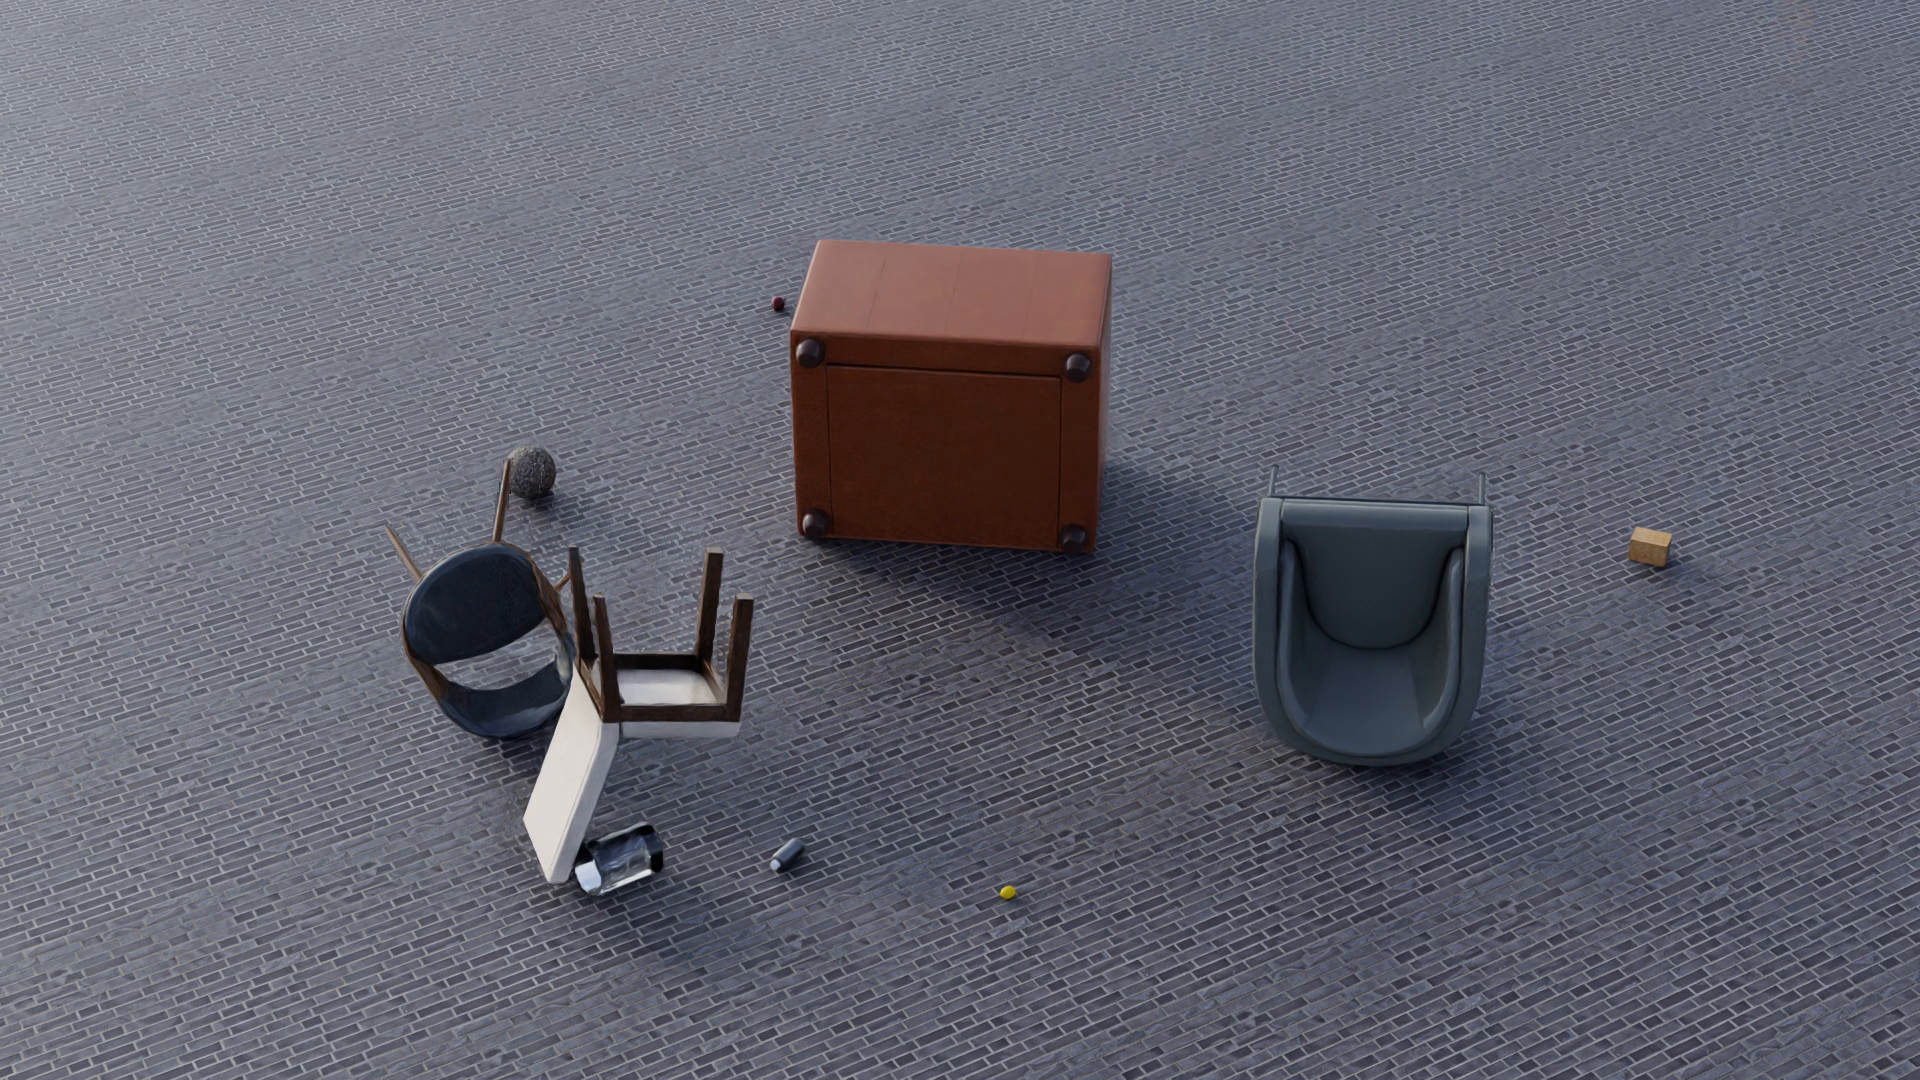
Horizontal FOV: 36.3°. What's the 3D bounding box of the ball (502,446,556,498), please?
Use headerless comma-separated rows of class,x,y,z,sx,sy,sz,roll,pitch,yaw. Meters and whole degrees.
ball,-1.638,-0.258,11.153,0.202,0.202,0.202,0,33,0

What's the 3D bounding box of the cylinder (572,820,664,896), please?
cylinder,-1.078,1.003,9.244,0.230,0.178,0.169,-19,52,-33

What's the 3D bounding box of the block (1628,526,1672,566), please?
block,2.548,0.024,10.828,0.134,0.088,0.093,13,36,19
